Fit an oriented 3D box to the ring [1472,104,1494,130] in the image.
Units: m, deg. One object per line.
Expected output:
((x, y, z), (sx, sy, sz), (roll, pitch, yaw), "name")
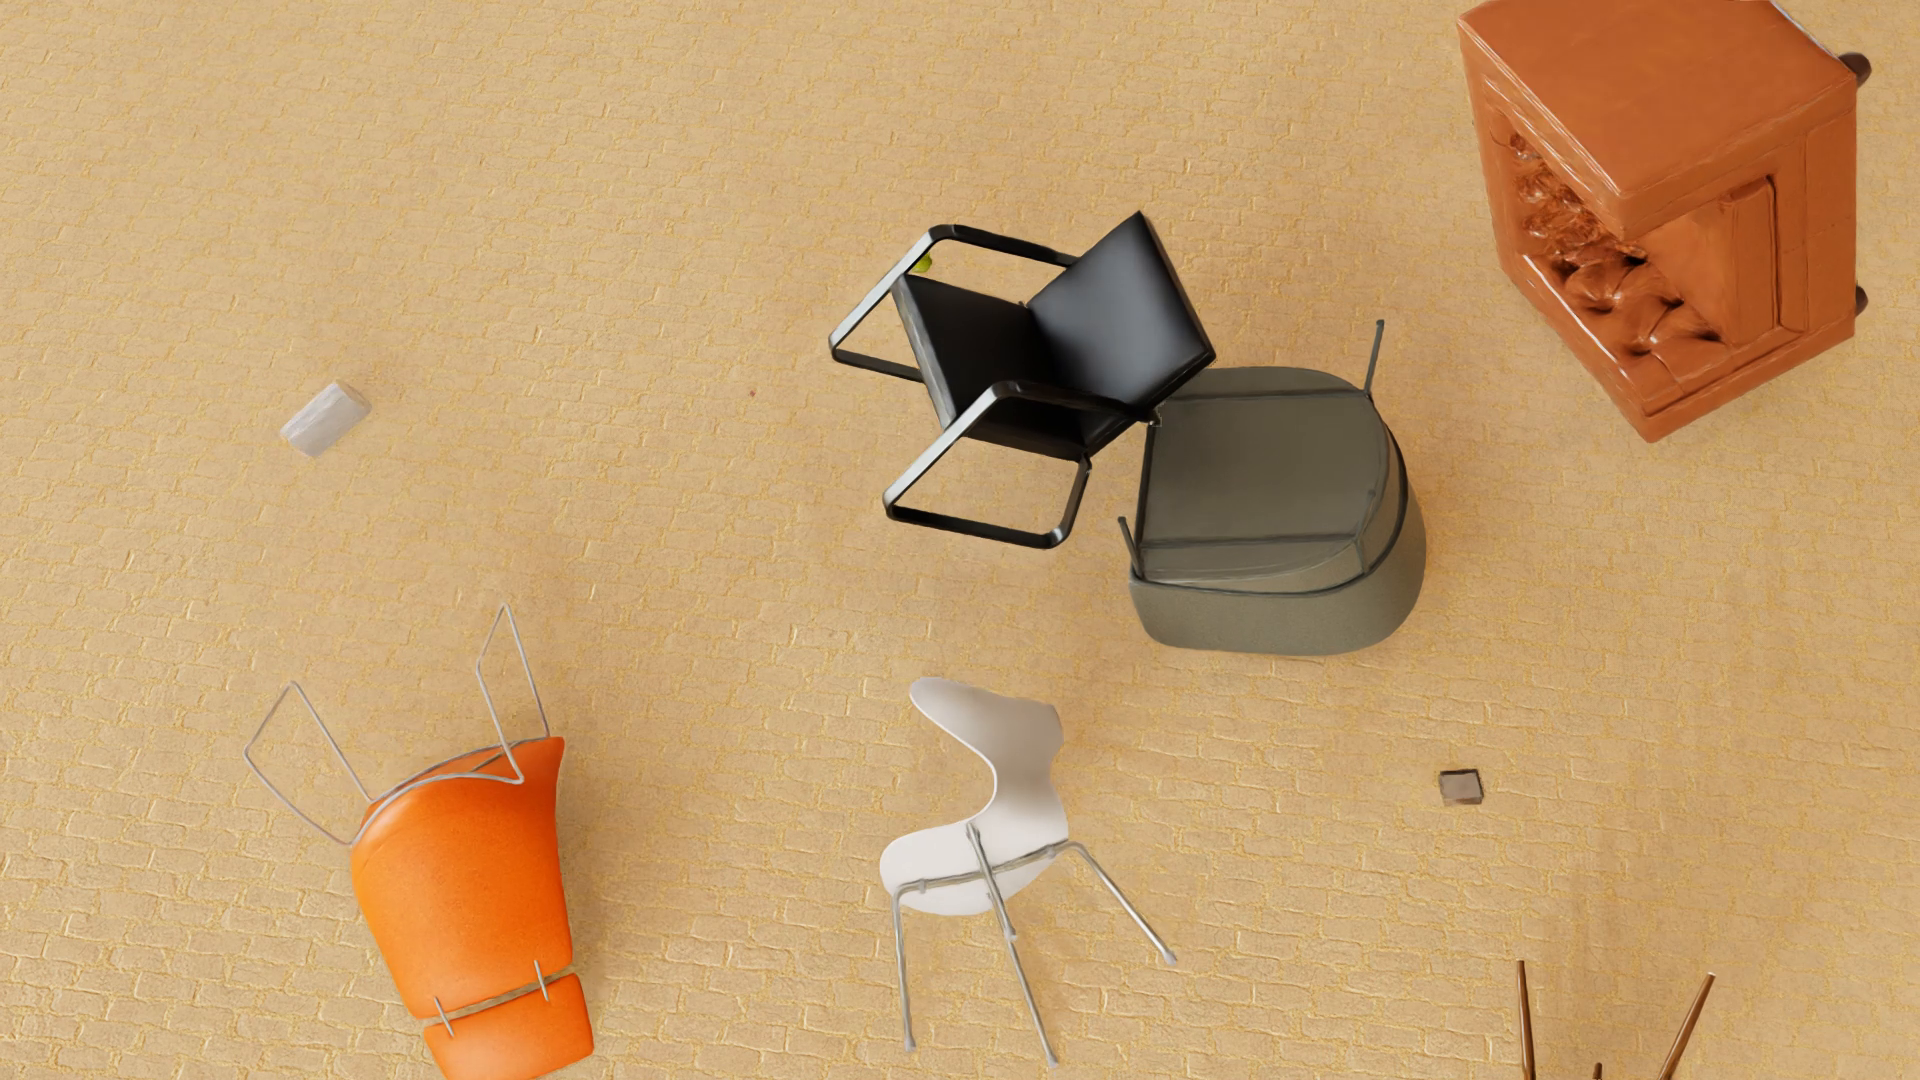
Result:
((1.782, -1.441, 7.493), (0.025, 0.091, 0.102), (23, 43, -22), "ring")

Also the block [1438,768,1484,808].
((1.386, 0.686, 6.085), (0.104, 0.049, 0.086), (-5, 56, -3), "block")

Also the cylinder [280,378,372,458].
((-1.912, -0.367, 6.642), (0.220, 0.239, 0.112), (-42, 80, 0), "cylinder")
